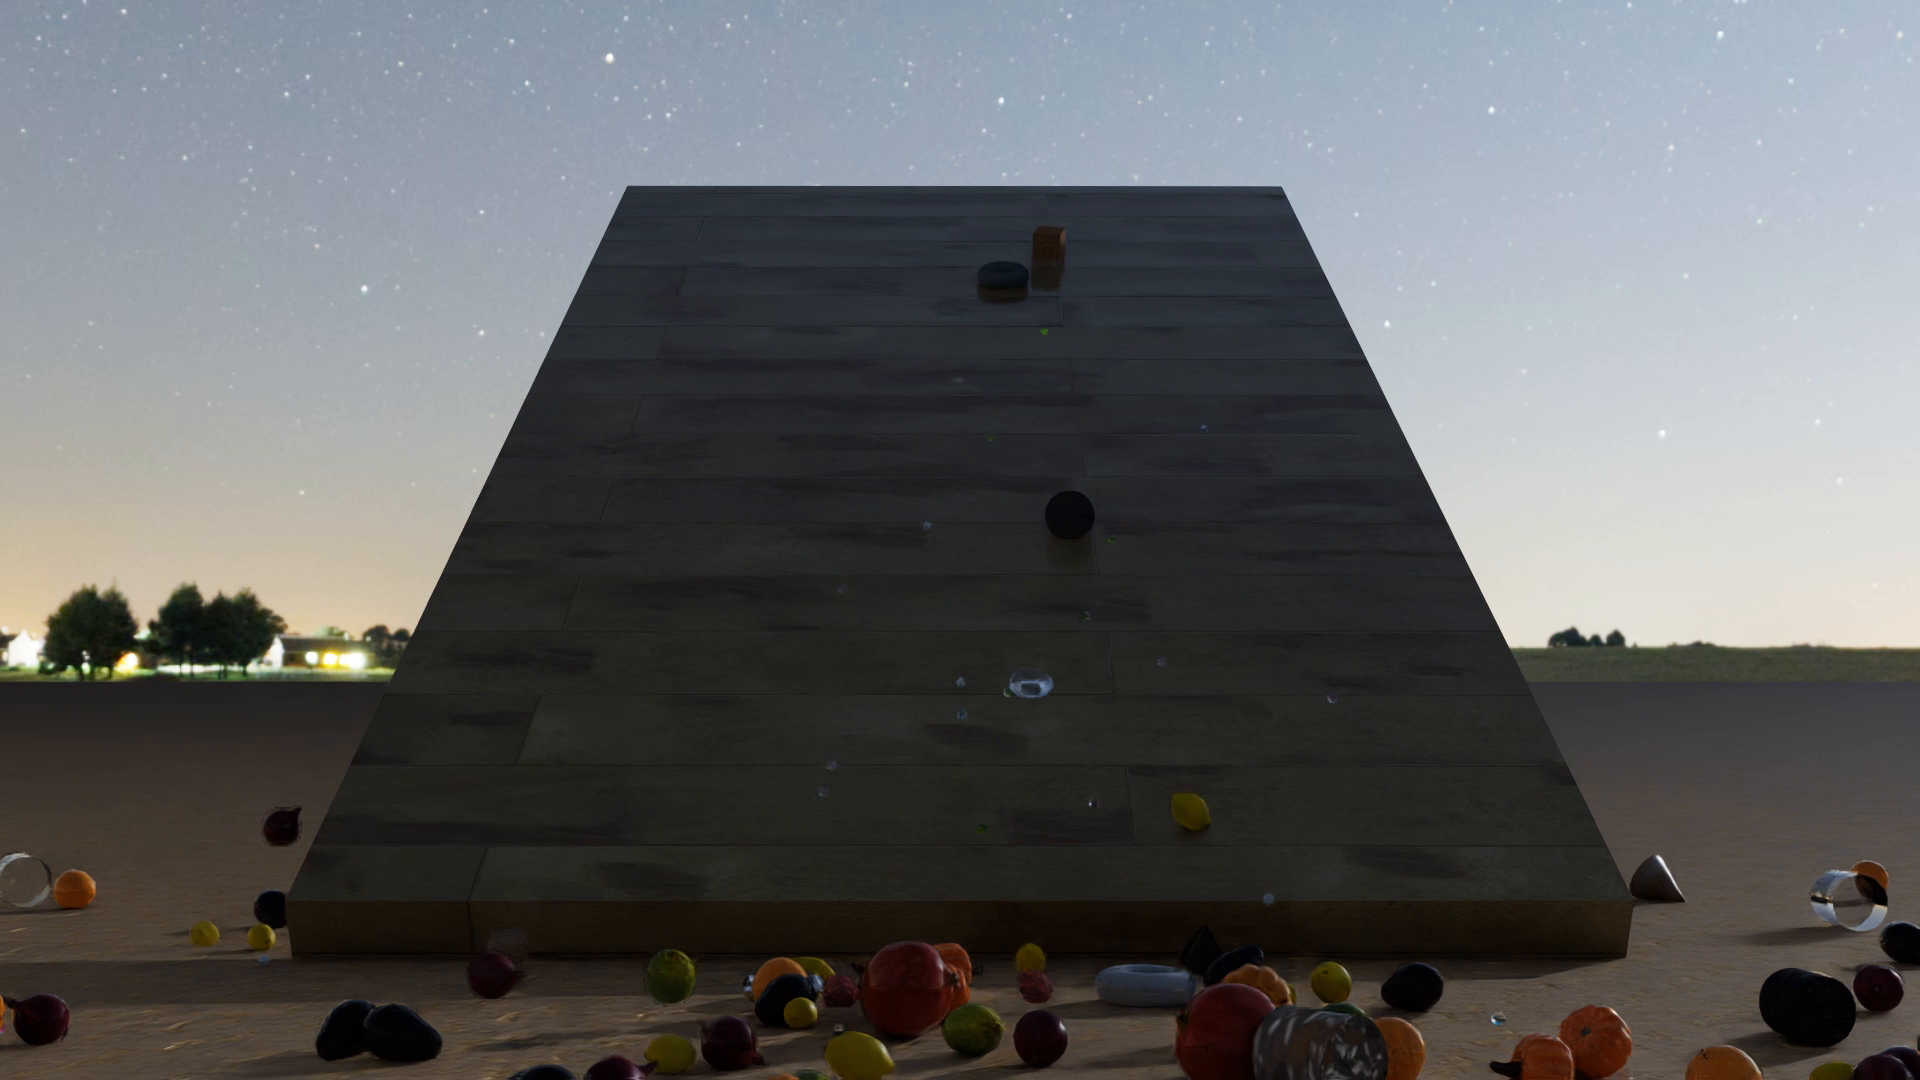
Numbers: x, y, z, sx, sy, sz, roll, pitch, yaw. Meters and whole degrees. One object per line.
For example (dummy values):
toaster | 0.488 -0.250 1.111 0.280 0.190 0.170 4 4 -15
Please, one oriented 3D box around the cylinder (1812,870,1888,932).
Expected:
cylinder | 1.488 0.604 3.891 0.093 0.093 0.093 0 -3 -1

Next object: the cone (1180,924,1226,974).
cone | 0.346 0.570 3.296 0.066 0.066 0.066 0 31 0

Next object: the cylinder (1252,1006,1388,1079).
cylinder | 0.353 0.509 2.283 0.093 0.093 0.093 3 -4 -38

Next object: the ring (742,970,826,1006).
ring | -0.229 0.582 3.025 0.108 0.036 0.108 0 -2 0

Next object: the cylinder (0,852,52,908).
cylinder | -1.730 0.626 4.285 0.092 0.092 0.092 2 -3 -30

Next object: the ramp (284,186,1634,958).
ramp | -0.008 -0.228 5.294 2.000 0.100 4.000 0 24 0

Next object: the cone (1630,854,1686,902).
cone | 1.329 0.657 4.377 0.094 0.094 0.094 3 22 -42

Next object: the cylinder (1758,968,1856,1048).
cylinder | 0.981 0.540 2.691 0.080 0.080 0.080 0 -3 -5

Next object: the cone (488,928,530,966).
cone | -0.650 0.576 3.345 0.058 0.058 0.058 1 9 -10

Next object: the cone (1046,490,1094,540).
cone | 0.225 -0.047 4.707 0.100 0.100 0.100 0 -3 5

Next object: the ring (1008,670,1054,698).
ring | 0.124 0.251 4.055 0.078 0.026 0.078 -1 25 0

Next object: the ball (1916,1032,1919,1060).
ball | 1.011 0.512 2.331 0.096 0.096 0.096 0 -3 0

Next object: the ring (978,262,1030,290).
ring | 0.115 -0.706 6.195 0.139 0.046 0.139 -1 25 0

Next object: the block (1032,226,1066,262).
block | 0.246 -0.817 6.411 0.076 0.076 0.076 6 24 12

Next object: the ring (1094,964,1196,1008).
ring | 0.240 0.578 3.012 0.131 0.044 0.131 1 -3 0
